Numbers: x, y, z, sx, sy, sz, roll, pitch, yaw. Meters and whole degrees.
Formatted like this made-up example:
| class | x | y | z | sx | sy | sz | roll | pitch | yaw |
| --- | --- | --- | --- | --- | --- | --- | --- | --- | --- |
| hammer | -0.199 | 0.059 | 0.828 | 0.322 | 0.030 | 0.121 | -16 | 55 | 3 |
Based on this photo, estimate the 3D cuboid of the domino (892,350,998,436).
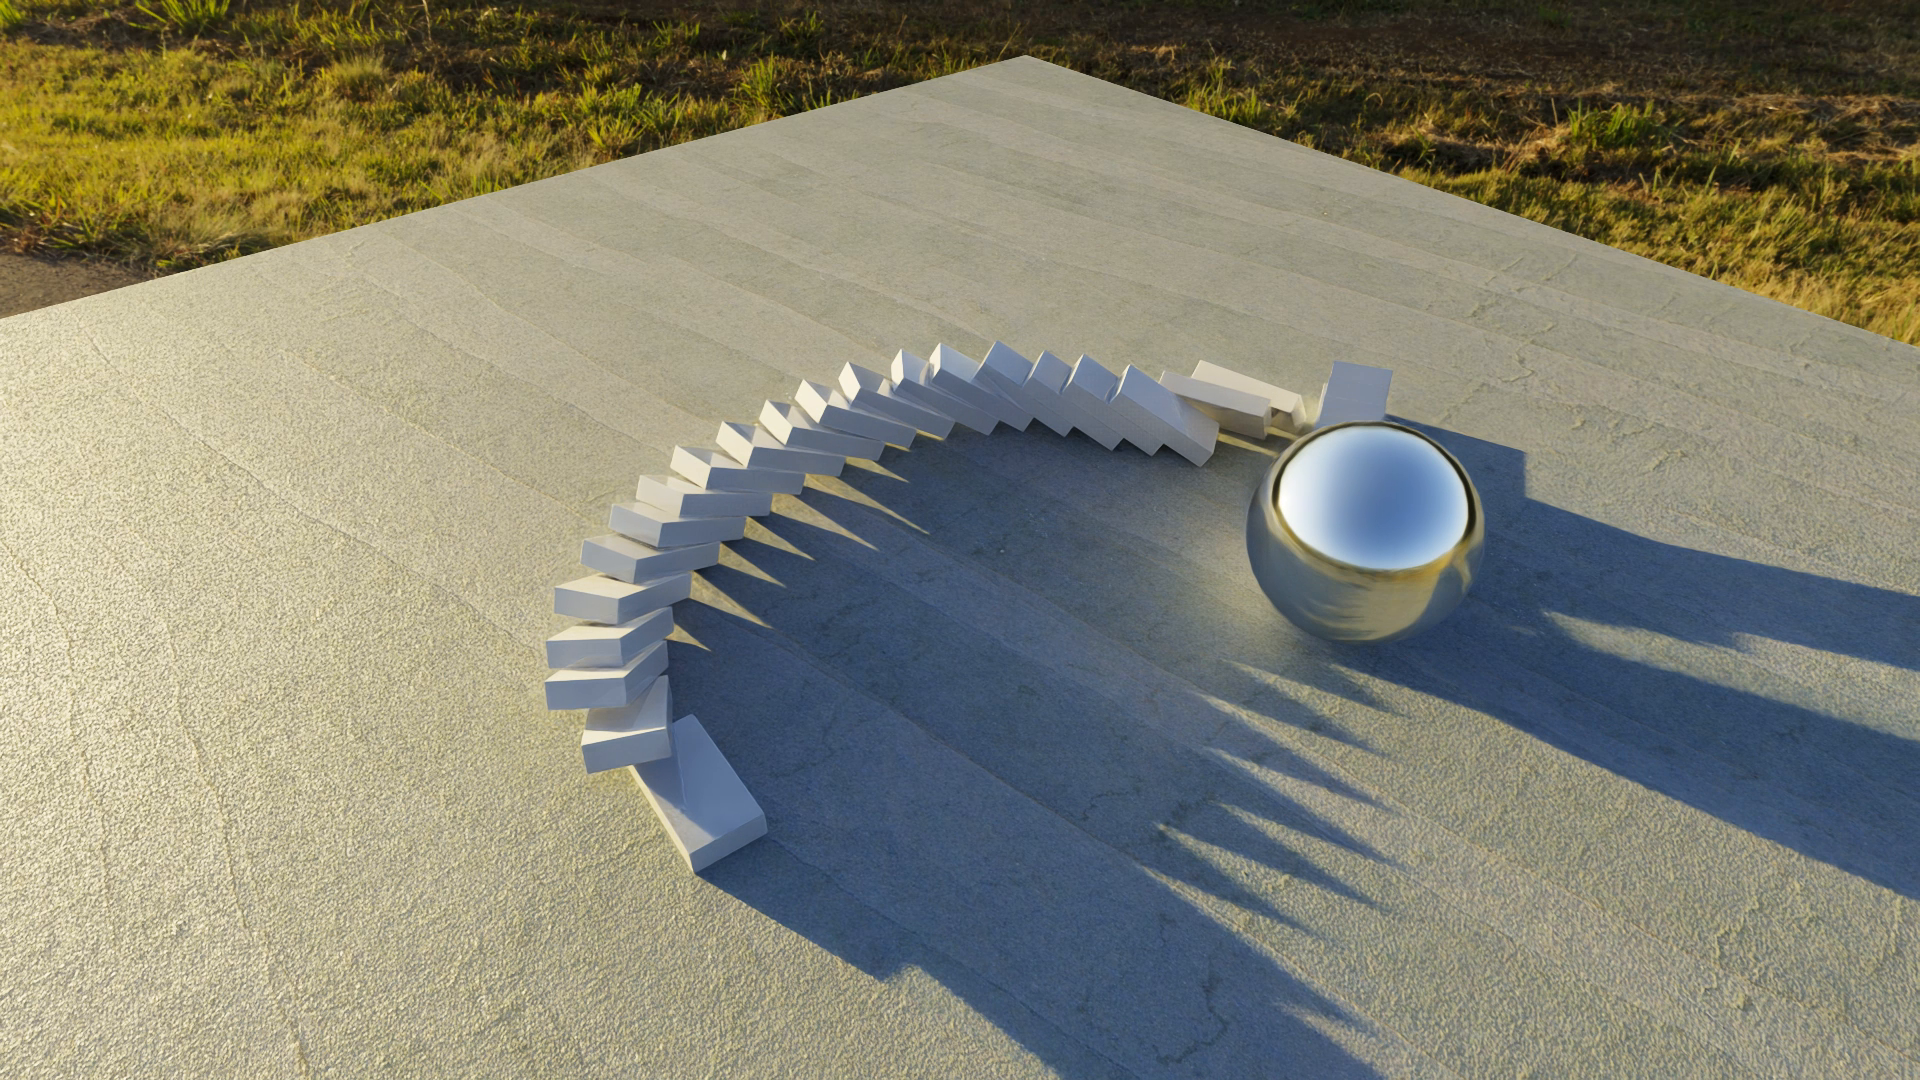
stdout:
| class | x | y | z | sx | sy | sz | roll | pitch | yaw |
| --- | --- | --- | --- | --- | --- | --- | --- | --- | --- |
| domino | -0.007 | -0.068 | 0.508 | 0.050 | 0.010 | 0.025 | 22 | 34 | -22 |

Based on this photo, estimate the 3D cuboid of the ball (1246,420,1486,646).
| class | x | y | z | sx | sy | sz | roll | pitch | yaw |
| --- | --- | --- | --- | --- | --- | --- | --- | --- | --- |
| ball | 0.143 | -0.003 | 0.391 | 0.080 | 0.080 | 0.080 | 0 | 39 | 0 |

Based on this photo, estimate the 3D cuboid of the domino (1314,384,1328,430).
| class | x | y | z | sx | sy | sz | roll | pitch | yaw |
| --- | --- | --- | --- | --- | --- | --- | --- | --- | --- |
| domino | 0.178 | -0.054 | 0.509 | 0.025 | 0.010 | 0.050 | 13 | 41 | 16 |

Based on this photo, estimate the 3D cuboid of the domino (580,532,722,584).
| class | x | y | z | sx | sy | sz | roll | pitch | yaw |
| --- | --- | --- | --- | --- | --- | --- | --- | --- | --- |
| domino | -0.117 | 0.005 | 0.420 | 0.025 | 0.009 | 0.050 | 18 | 14 | 21 |

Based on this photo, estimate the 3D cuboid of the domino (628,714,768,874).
| class | x | y | z | sx | sy | sz | roll | pitch | yaw |
| --- | --- | --- | --- | --- | --- | --- | --- | --- | --- |
| domino | -0.084 | 0.079 | 0.347 | 0.025 | 0.010 | 0.050 | -25 | 45 | -27 |

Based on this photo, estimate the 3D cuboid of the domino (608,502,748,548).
| class | x | y | z | sx | sy | sz | roll | pitch | yaw |
| --- | --- | --- | --- | --- | --- | --- | --- | --- | --- |
| domino | -0.110 | -0.007 | 0.432 | 0.025 | 0.009 | 0.050 | 19 | 12 | 24 |

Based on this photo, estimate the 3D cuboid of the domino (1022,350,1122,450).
| class | x | y | z | sx | sy | sz | roll | pitch | yaw |
| --- | --- | --- | --- | --- | --- | --- | --- | --- | --- |
| domino | 0.054 | -0.064 | 0.504 | 0.050 | 0.009 | 0.025 | 33 | 42 | -6 |

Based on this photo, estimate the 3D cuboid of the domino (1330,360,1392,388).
| class | x | y | z | sx | sy | sz | roll | pitch | yaw |
| --- | --- | --- | --- | --- | --- | --- | --- | --- | --- |
| domino | 0.172 | -0.052 | 0.485 | 0.025 | 0.009 | 0.050 | 13 | 79 | 16 |

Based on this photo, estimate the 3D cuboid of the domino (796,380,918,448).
| class | x | y | z | sx | sy | sz | roll | pitch | yaw |
| --- | --- | --- | --- | --- | --- | --- | --- | --- | --- |
| domino | -0.046 | -0.056 | 0.491 | 0.050 | 0.009 | 0.025 | 12 | 24 | -41 |

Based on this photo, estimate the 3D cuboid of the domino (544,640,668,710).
| class | x | y | z | sx | sy | sz | roll | pitch | yaw |
| --- | --- | --- | --- | --- | --- | --- | --- | --- | --- |
| domino | -0.117 | 0.045 | 0.369 | 0.025 | 0.010 | 0.050 | -3 | 8 | 0 |

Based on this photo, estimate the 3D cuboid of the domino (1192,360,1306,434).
| class | x | y | z | sx | sy | sz | roll | pitch | yaw |
| --- | --- | --- | --- | --- | --- | --- | --- | --- | --- |
| domino | 0.135 | -0.066 | 0.512 | 0.050 | 0.025 | 0.009 | 27 | 85 | 29 |

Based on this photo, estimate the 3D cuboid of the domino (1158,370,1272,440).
| class | x | y | z | sx | sy | sz | roll | pitch | yaw |
| --- | --- | --- | --- | --- | --- | --- | --- | --- | --- |
| domino | 0.117 | -0.062 | 0.506 | 0.050 | 0.025 | 0.009 | 19 | 78 | 22 |

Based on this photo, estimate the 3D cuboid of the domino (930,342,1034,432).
| class | x | y | z | sx | sy | sz | roll | pitch | yaw |
| --- | --- | --- | --- | --- | --- | --- | --- | --- | --- |
| domino | 0.010 | -0.071 | 0.509 | 0.050 | 0.010 | 0.025 | 25 | 33 | -18 |

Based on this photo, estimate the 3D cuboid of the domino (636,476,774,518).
| class | x | y | z | sx | sy | sz | roll | pitch | yaw |
| --- | --- | --- | --- | --- | --- | --- | --- | --- | --- |
| domino | -0.102 | -0.018 | 0.445 | 0.025 | 0.010 | 0.050 | 21 | 13 | 30 |

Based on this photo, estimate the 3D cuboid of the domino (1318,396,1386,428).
| class | x | y | z | sx | sy | sz | roll | pitch | yaw |
| --- | --- | --- | --- | --- | --- | --- | --- | --- | --- |
| domino | 0.160 | -0.034 | 0.463 | 0.025 | 0.009 | 0.050 | 13 | 78 | 16 |

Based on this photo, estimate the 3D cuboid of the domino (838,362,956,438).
| class | x | y | z | sx | sy | sz | roll | pitch | yaw |
| --- | --- | --- | --- | --- | --- | --- | --- | --- | --- |
| domino | -0.029 | -0.063 | 0.501 | 0.050 | 0.010 | 0.025 | 17 | 27 | -31 |

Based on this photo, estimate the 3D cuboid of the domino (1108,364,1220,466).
| class | x | y | z | sx | sy | sz | roll | pitch | yaw |
| --- | --- | --- | --- | --- | --- | --- | --- | --- | --- |
| domino | 0.092 | -0.056 | 0.494 | 0.050 | 0.009 | 0.025 | 32 | 42 | -6 |

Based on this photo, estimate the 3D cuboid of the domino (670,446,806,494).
| class | x | y | z | sx | sy | sz | roll | pitch | yaw |
| --- | --- | --- | --- | --- | --- | --- | --- | --- | --- |
| domino | -0.092 | -0.029 | 0.459 | 0.025 | 0.010 | 0.050 | 29 | 17 | 36 |

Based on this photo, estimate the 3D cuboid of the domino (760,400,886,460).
| class | x | y | z | sx | sy | sz | roll | pitch | yaw |
| --- | --- | --- | --- | --- | --- | --- | --- | --- | --- |
| domino | -0.060 | -0.048 | 0.484 | 0.050 | 0.010 | 0.025 | 6 | 28 | -43 |

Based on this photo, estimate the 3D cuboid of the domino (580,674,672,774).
| class | x | y | z | sx | sy | sz | roll | pitch | yaw |
| --- | --- | --- | --- | --- | --- | --- | --- | --- | --- |
| domino | -0.107 | 0.059 | 0.355 | 0.025 | 0.010 | 0.050 | -10 | 14 | -12 |

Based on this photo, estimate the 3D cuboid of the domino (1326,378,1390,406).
| class | x | y | z | sx | sy | sz | roll | pitch | yaw |
| --- | --- | --- | --- | --- | --- | --- | --- | --- | --- |
| domino | 0.166 | -0.043 | 0.474 | 0.025 | 0.009 | 0.050 | 13 | 79 | 16 |

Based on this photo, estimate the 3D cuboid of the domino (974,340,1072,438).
| class | x | y | z | sx | sy | sz | roll | pitch | yaw |
| --- | --- | --- | --- | --- | --- | --- | --- | --- | --- |
| domino | 0.033 | -0.071 | 0.510 | 0.050 | 0.010 | 0.025 | 33 | 38 | -6 |

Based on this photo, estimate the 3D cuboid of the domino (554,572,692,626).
| class | x | y | z | sx | sy | sz | roll | pitch | yaw |
| --- | --- | --- | --- | --- | --- | --- | --- | --- | --- |
| domino | -0.122 | 0.019 | 0.401 | 0.025 | 0.010 | 0.050 | 9 | 11 | 14 |

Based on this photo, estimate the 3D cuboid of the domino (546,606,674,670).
| class | x | y | z | sx | sy | sz | roll | pitch | yaw |
| --- | --- | --- | --- | --- | --- | --- | --- | --- | --- |
| domino | -0.120 | 0.033 | 0.382 | 0.025 | 0.010 | 0.050 | -2 | 8 | 5 |

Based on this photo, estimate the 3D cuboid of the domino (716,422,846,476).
| class | x | y | z | sx | sy | sz | roll | pitch | yaw |
| --- | --- | --- | --- | --- | --- | --- | --- | --- | --- |
| domino | -0.076 | -0.039 | 0.472 | 0.050 | 0.009 | 0.025 | 3 | 26 | -47 |

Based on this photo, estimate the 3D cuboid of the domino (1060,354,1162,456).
| class | x | y | z | sx | sy | sz | roll | pitch | yaw |
| --- | --- | --- | --- | --- | --- | --- | --- | --- | --- |
| domino | 0.071 | -0.061 | 0.499 | 0.050 | 0.010 | 0.025 | 33 | 42 | -6 |
